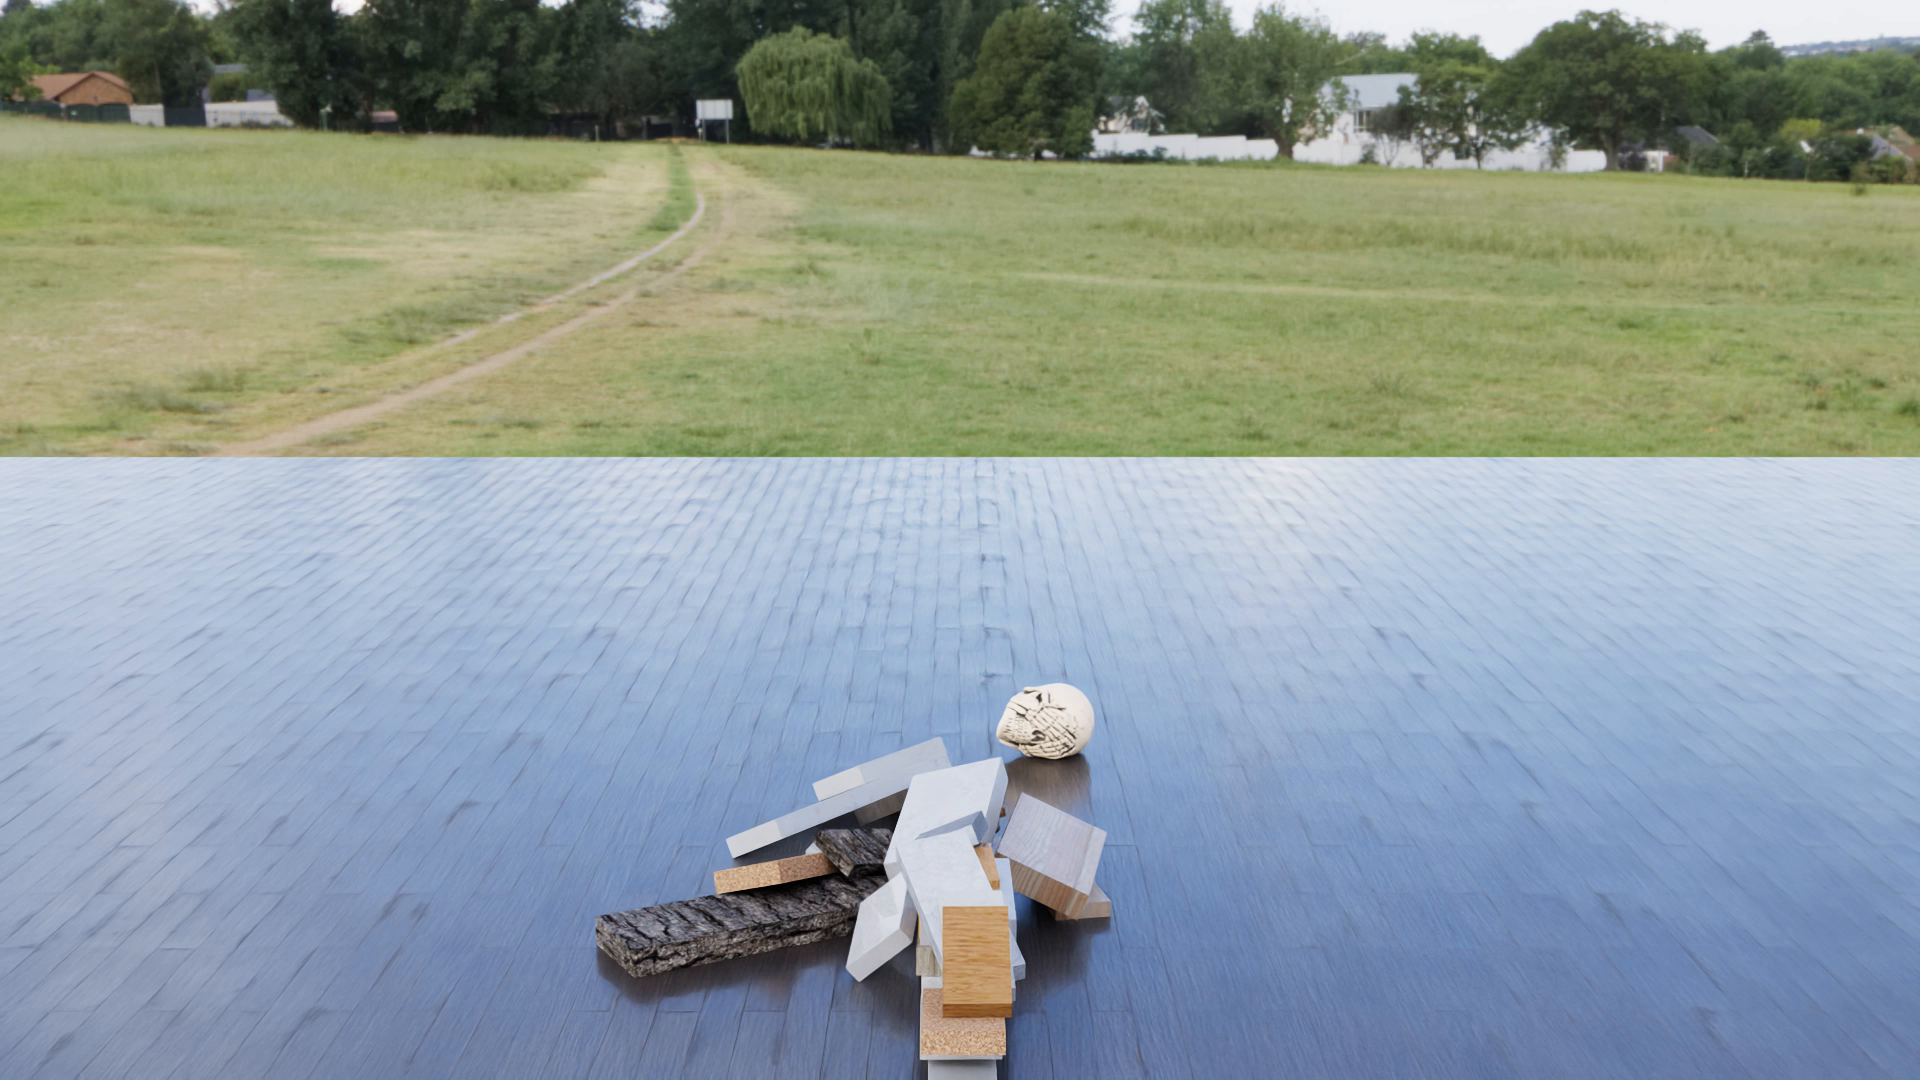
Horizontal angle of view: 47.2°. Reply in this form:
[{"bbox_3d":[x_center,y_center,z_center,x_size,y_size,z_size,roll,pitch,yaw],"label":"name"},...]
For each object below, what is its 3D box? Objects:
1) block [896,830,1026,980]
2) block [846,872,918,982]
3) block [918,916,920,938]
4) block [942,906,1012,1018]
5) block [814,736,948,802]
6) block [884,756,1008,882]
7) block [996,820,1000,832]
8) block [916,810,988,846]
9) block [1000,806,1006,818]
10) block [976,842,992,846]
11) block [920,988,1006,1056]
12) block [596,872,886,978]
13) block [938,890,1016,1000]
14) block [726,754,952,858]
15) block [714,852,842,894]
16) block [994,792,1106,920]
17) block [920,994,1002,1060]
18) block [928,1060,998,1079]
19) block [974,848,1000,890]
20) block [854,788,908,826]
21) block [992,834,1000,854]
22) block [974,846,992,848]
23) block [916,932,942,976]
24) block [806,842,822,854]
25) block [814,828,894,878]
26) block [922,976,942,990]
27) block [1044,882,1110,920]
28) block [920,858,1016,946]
[{"bbox_3d":[-0.002,0.523,3.111,0.106,0.030,0.274,-10,38,-14],"label":"block"},{"bbox_3d":[-0.114,0.586,3.372,0.106,0.030,0.212,-39,11,14],"label":"block"},{"bbox_3d":[0.005,0.583,3.397,0.136,0.039,0.273,0,-6,-1],"label":"block"},{"bbox_3d":[0.022,0.566,2.958,0.090,0.026,0.181,0,35,-1],"label":"block"},{"bbox_3d":[-0.153,0.440,4.237,0.126,0.036,0.253,-25,-7,38],"label":"block"},{"bbox_3d":[-0.020,0.470,3.684,0.161,0.046,0.322,-13,18,13],"label":"block"},{"bbox_3d":[0.024,0.515,3.854,0.060,0.017,0.120,1,-21,-17],"label":"block"},{"bbox_3d":[-0.018,0.456,3.354,0.106,0.030,0.212,-22,-3,4],"label":"block"},{"bbox_3d":[0.031,0.482,3.849,0.060,0.017,0.120,-4,-9,-20],"label":"block"},{"bbox_3d":[0.018,0.486,3.364,0.052,0.015,0.104,1,10,6],"label":"block"},{"bbox_3d":[0.004,0.641,2.934,0.109,0.031,0.219,0,3,0],"label":"block"},{"bbox_3d":[-0.326,0.601,3.482,0.468,0.046,0.161,-6,12,-29],"label":"block"},{"bbox_3d":[0.021,0.558,3.017,0.090,0.026,0.181,-3,37,-4],"label":"block"},{"bbox_3d":[-0.212,0.481,4.014,0.126,0.036,0.506,-26,-7,36],"label":"block"},{"bbox_3d":[-0.278,0.541,3.615,0.126,0.036,0.253,-14,-8,28],"label":"block"},{"bbox_3d":[0.146,0.517,3.627,0.161,0.046,0.322,25,13,4],"label":"block"},{"bbox_3d":[0.000,0.668,3.023,0.109,0.031,0.219,0,3,-1],"label":"block"},{"bbox_3d":[0.004,0.735,2.819,0.090,0.026,0.431,0,11,-1],"label":"block"},{"bbox_3d":[0.027,0.486,3.249,0.052,0.015,0.104,-3,19,-5],"label":"block"},{"bbox_3d":[-0.098,0.472,4.015,0.111,0.031,0.221,-24,-6,20],"label":"block"},{"bbox_3d":[0.062,0.541,3.610,0.072,0.021,0.145,26,27,6],"label":"block"},{"bbox_3d":[0.021,0.489,3.285,0.052,0.015,0.104,0,19,2],"label":"block"},{"bbox_3d":[0.005,0.606,3.229,0.136,0.039,0.273,0,-6,-1],"label":"block"},{"bbox_3d":[-0.146,0.545,3.823,0.221,0.031,0.111,2,11,12],"label":"block"},{"bbox_3d":[-0.153,0.519,3.653,0.091,0.026,0.183,40,17,32],"label":"block"},{"bbox_3d":[0.000,0.636,3.176,0.109,0.031,0.219,0,-6,-1],"label":"block"},{"bbox_3d":[0.168,0.572,3.694,0.091,0.026,0.299,-2,11,-12],"label":"block"},{"bbox_3d":[0.010,0.533,3.253,0.136,0.039,0.273,0,10,-1],"label":"block"}]
